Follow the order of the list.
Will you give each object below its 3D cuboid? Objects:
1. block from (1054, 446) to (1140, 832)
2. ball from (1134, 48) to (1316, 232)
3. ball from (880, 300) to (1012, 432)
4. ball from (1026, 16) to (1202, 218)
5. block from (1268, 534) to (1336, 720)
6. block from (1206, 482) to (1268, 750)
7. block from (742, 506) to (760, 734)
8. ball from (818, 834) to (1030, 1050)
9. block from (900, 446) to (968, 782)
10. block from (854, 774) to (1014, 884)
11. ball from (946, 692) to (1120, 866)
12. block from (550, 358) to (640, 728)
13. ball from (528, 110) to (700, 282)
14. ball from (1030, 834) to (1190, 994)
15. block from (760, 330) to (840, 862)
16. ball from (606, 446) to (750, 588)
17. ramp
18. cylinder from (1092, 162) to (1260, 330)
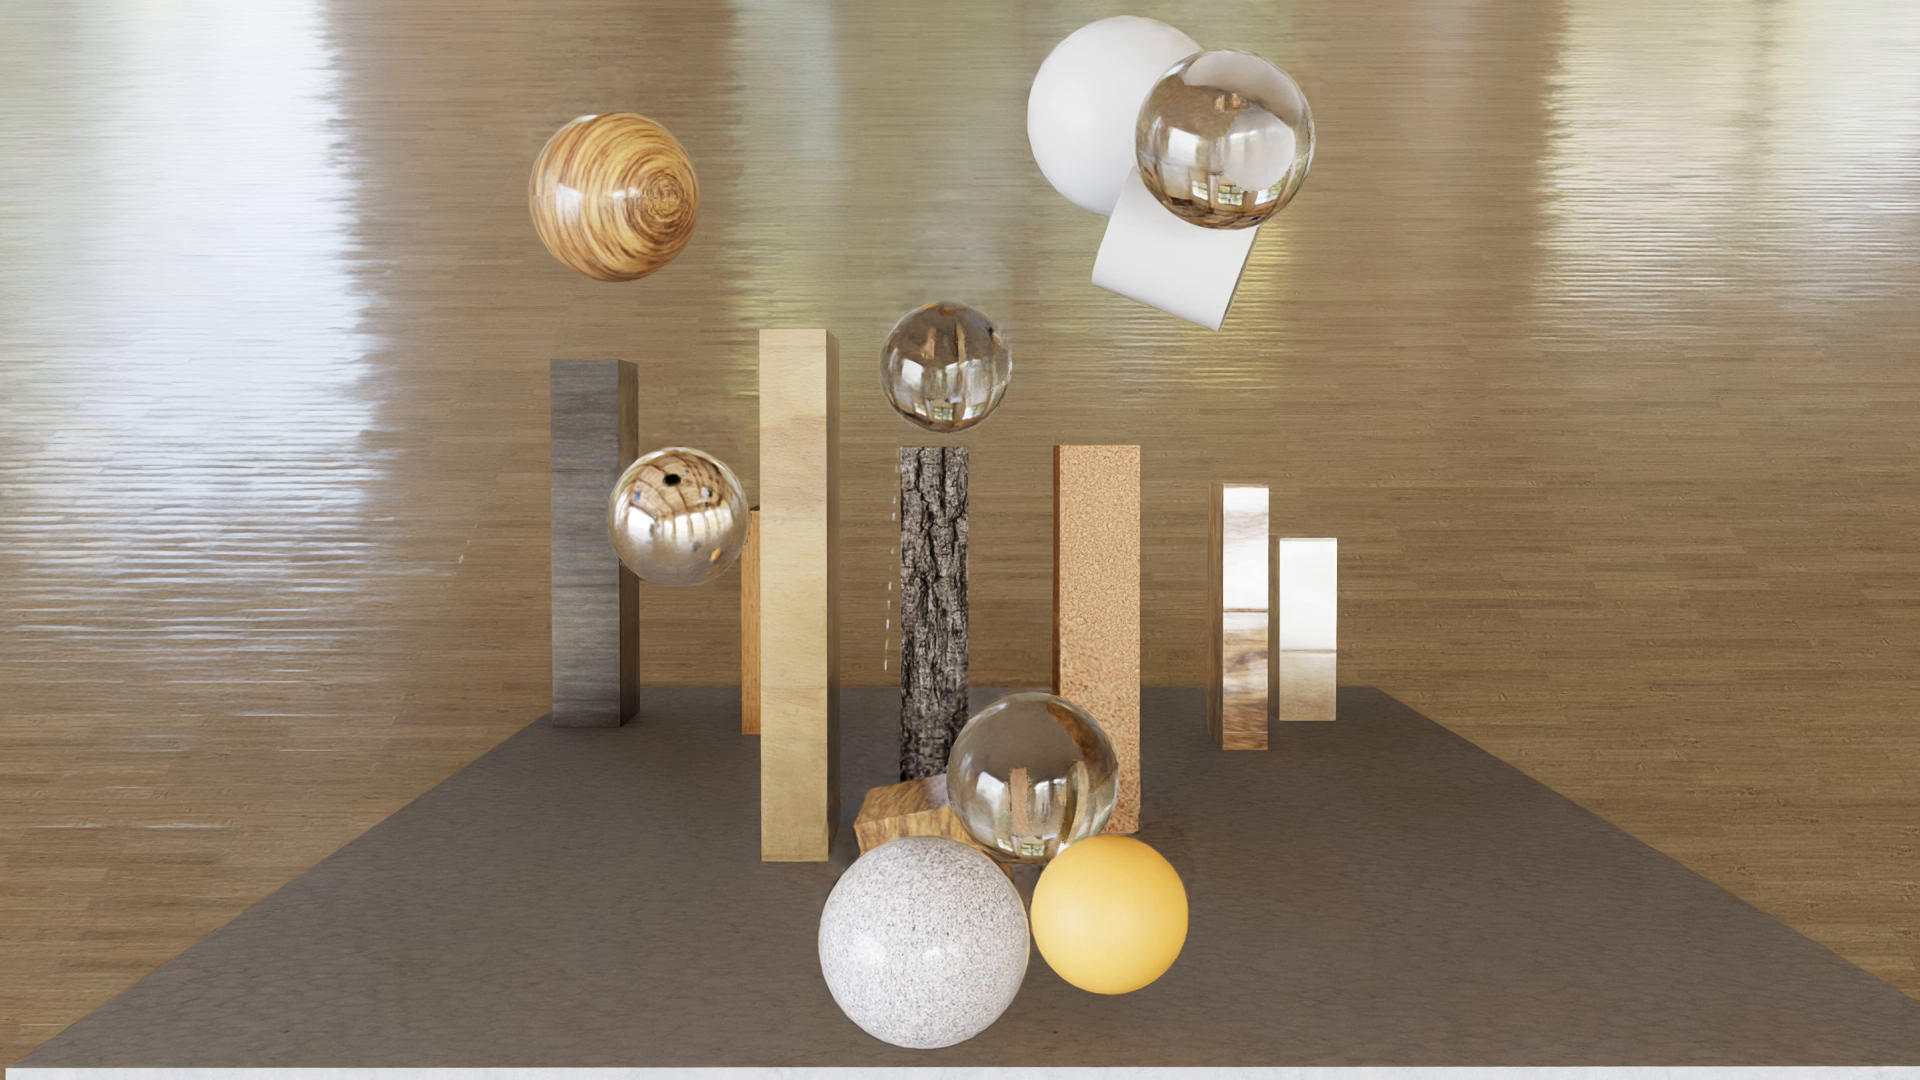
[{"bbox_3d":[0.221,0.152,4.211,0.126,0.614,0.282,0,2,0],"label":"block"},{"bbox_3d":[0.217,-0.328,2.114,0.149,0.149,0.149,0,24,0],"label":"ball"},{"bbox_3d":[-0.014,-0.160,2.376,0.122,0.122,0.122,0,24,0],"label":"ball"},{"bbox_3d":[0.158,-0.401,2.443,0.190,0.190,0.190,0,24,0],"label":"ball"},{"bbox_3d":[0.773,0.194,5.860,0.125,0.407,0.273,0,2,0],"label":"block"},{"bbox_3d":[0.574,0.149,5.341,0.089,0.535,0.331,0,2,0],"label":"block"},{"bbox_3d":[-0.423,0.167,5.676,0.080,0.475,0.432,0,2,0],"label":"block"},{"bbox_3d":[-0.033,0.369,2.369,0.195,0.195,0.195,0,24,0],"label":"ball"},{"bbox_3d":[-0.045,0.135,4.719,0.121,0.611,0.257,0,2,0],"label":"block"},{"bbox_3d":[-0.028,0.373,3.064,0.148,0.148,0.148,-12,10,7],"label":"block"},{"bbox_3d":[0.081,0.267,2.884,0.194,0.194,0.194,0,24,0],"label":"ball"},{"bbox_3d":[-0.812,0.002,5.754,0.146,0.800,0.354,0,2,0],"label":"block"},{"bbox_3d":[-0.336,-0.334,2.505,0.166,0.166,0.166,0,24,0],"label":"ball"},{"bbox_3d":[0.161,0.402,2.767,0.170,0.170,0.170,0,24,0],"label":"ball"},{"bbox_3d":[-0.245,0.075,3.998,0.097,0.784,0.425,0,2,0],"label":"block"},{"bbox_3d":[-0.297,-0.024,2.715,0.150,0.150,0.150,0,24,0],"label":"ball"},{"bbox_3d":[0.055,0.497,4.545,2.000,0.100,4.000,0,2,0],"label":"ramp"},{"bbox_3d":[0.196,-0.265,2.304,0.122,0.122,0.122,21,27,5],"label":"cylinder"}]
